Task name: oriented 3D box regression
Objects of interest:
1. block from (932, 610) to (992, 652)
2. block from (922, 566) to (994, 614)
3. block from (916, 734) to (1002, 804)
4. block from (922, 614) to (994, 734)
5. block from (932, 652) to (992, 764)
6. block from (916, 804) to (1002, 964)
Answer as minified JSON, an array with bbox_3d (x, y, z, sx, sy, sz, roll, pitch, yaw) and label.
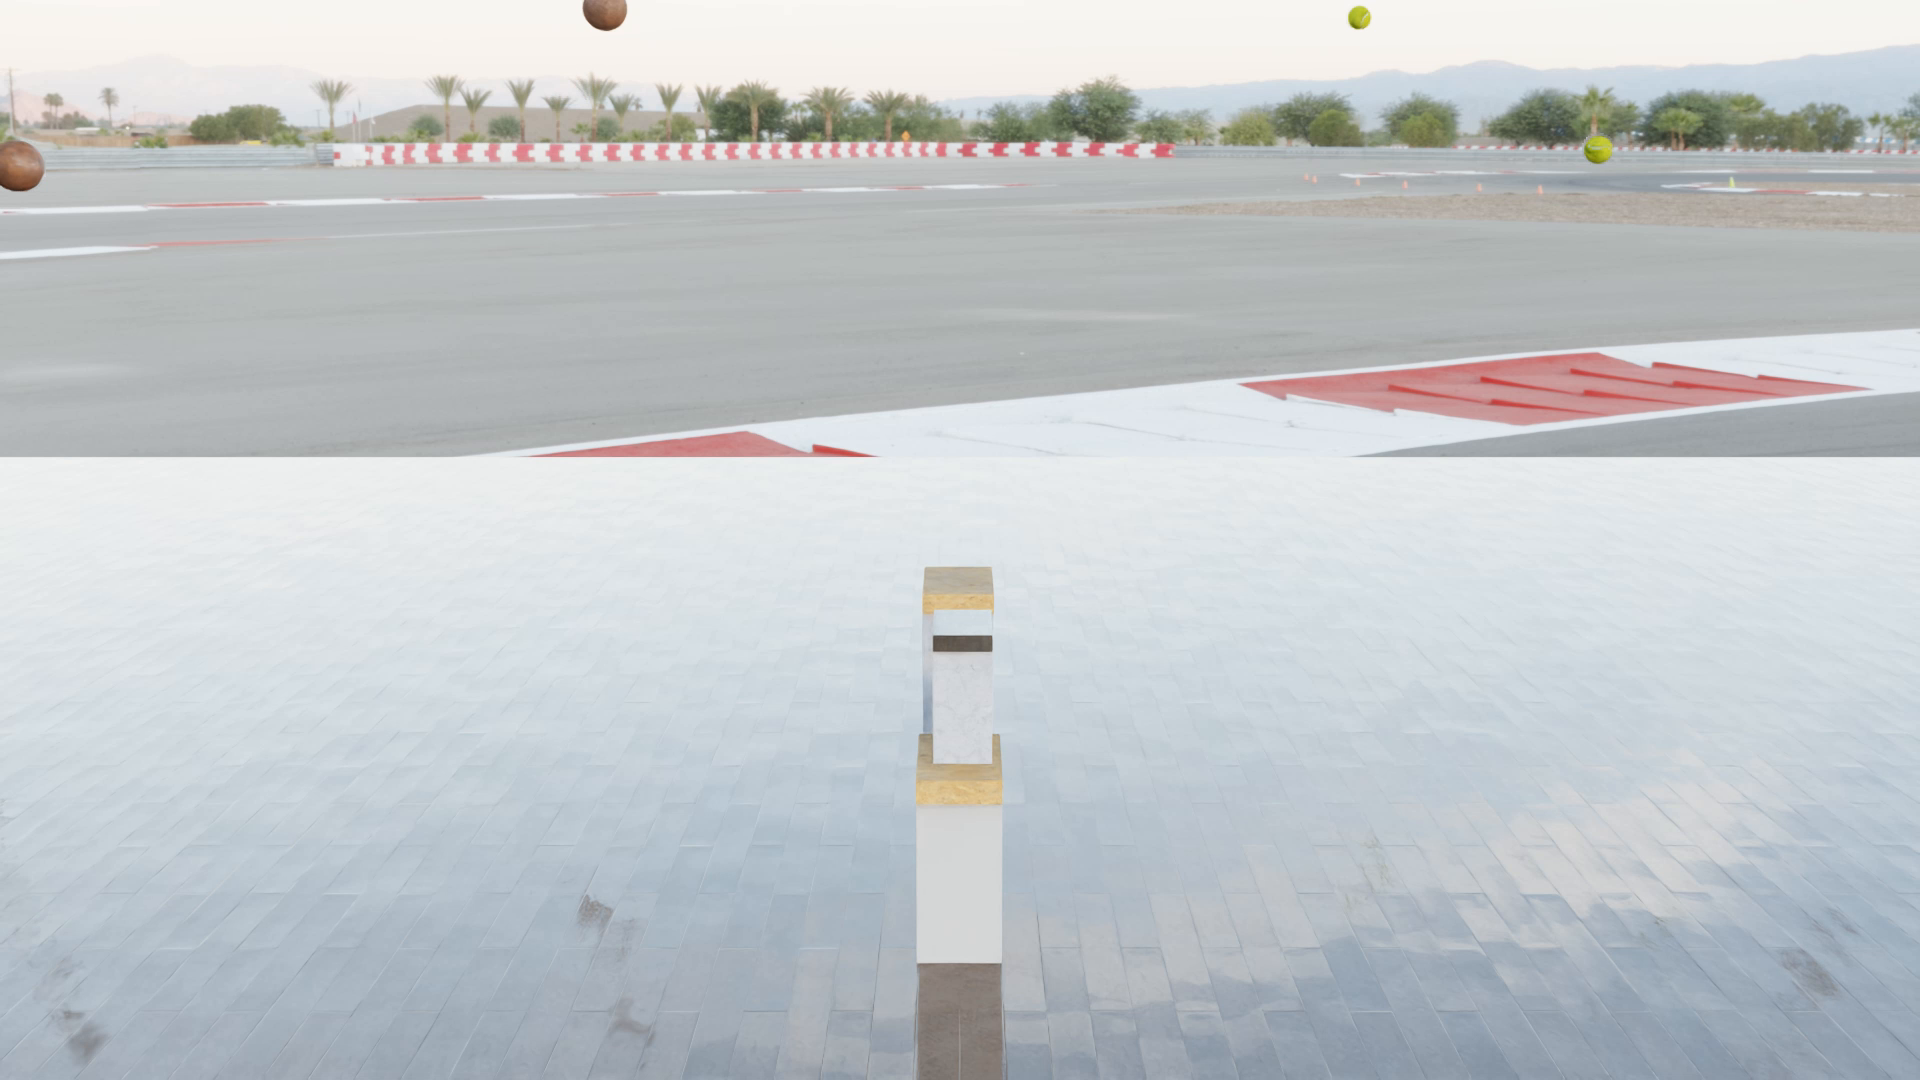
[{"bbox_3d":[0.004,0.140,3.407,0.090,0.026,0.181,0,11,0],"label":"block"},{"bbox_3d":[-0.003,0.084,3.727,0.117,0.033,0.235,0,11,0],"label":"block"},{"bbox_3d":[-0.001,0.354,3.415,0.130,0.037,0.260,0,11,0],"label":"block"},{"bbox_3d":[-0.003,0.230,3.674,0.117,0.235,0.033,0,11,0],"label":"block"},{"bbox_3d":[0.004,0.252,3.367,0.090,0.181,0.026,0,11,0],"label":"block"},{"bbox_3d":[-0.001,0.516,3.357,0.130,0.260,0.037,0,11,0],"label":"block"}]
